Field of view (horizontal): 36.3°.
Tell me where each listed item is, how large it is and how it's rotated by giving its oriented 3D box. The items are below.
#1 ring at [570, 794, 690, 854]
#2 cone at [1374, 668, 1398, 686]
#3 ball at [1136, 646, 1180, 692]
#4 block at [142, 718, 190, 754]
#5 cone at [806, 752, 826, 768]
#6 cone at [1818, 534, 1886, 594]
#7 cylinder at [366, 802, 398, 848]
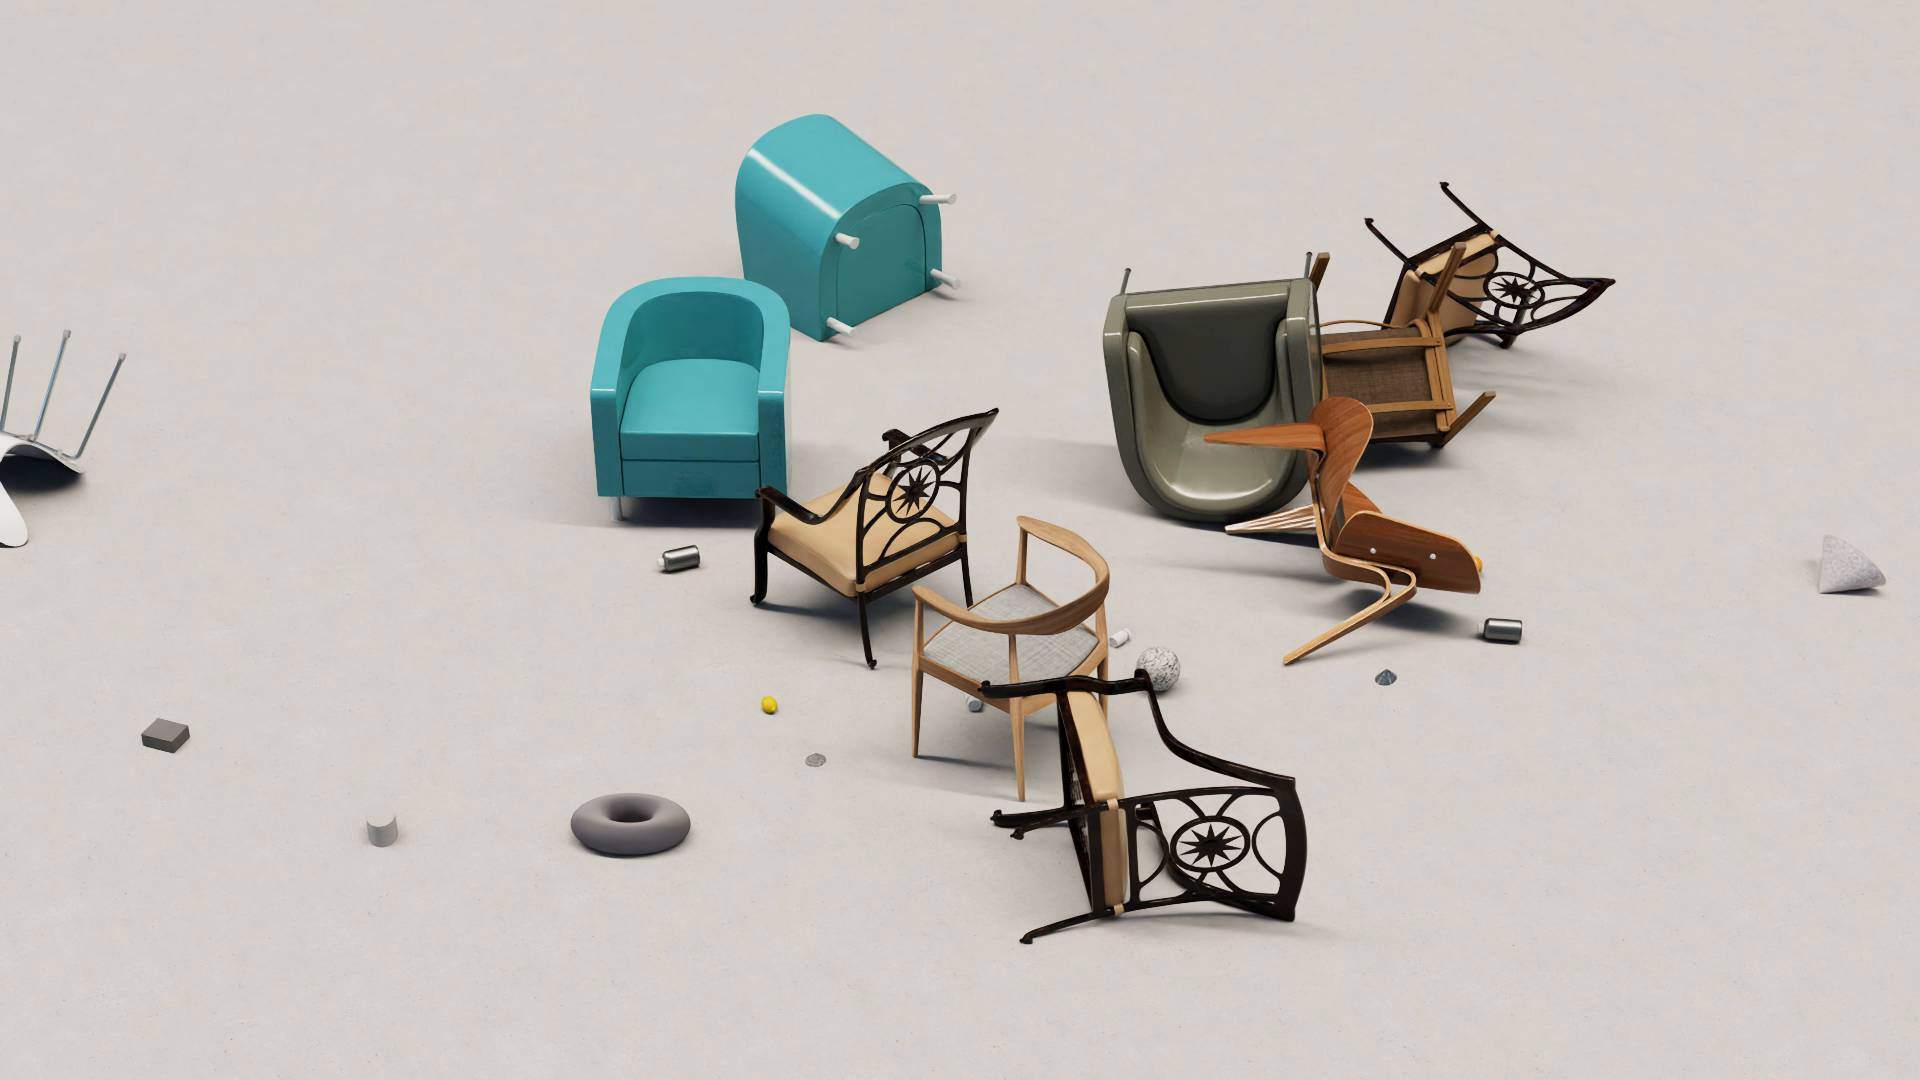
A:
[{"bbox_3d":[-1.062,0.914,9.453,0.388,0.117,0.226,1,35,0],"label":"ring"},{"bbox_3d":[1.484,0.464,10.202,0.072,0.041,0.098,20,38,27],"label":"cone"},{"bbox_3d":[0.685,0.444,10.129,0.155,0.155,0.155,0,33,0],"label":"ball"},{"bbox_3d":[-2.681,0.660,9.897,0.121,0.050,0.099,12,35,17],"label":"block"},{"bbox_3d":[-0.484,0.725,9.814,0.070,0.033,0.076,18,38,26],"label":"cone"},{"bbox_3d":[3.187,0.133,10.662,0.187,0.197,0.299,-41,49,-8],"label":"cone"},{"bbox_3d":[-1.867,0.921,9.469,0.094,0.086,0.124,-6,34,-9],"label":"cylinder"}]
